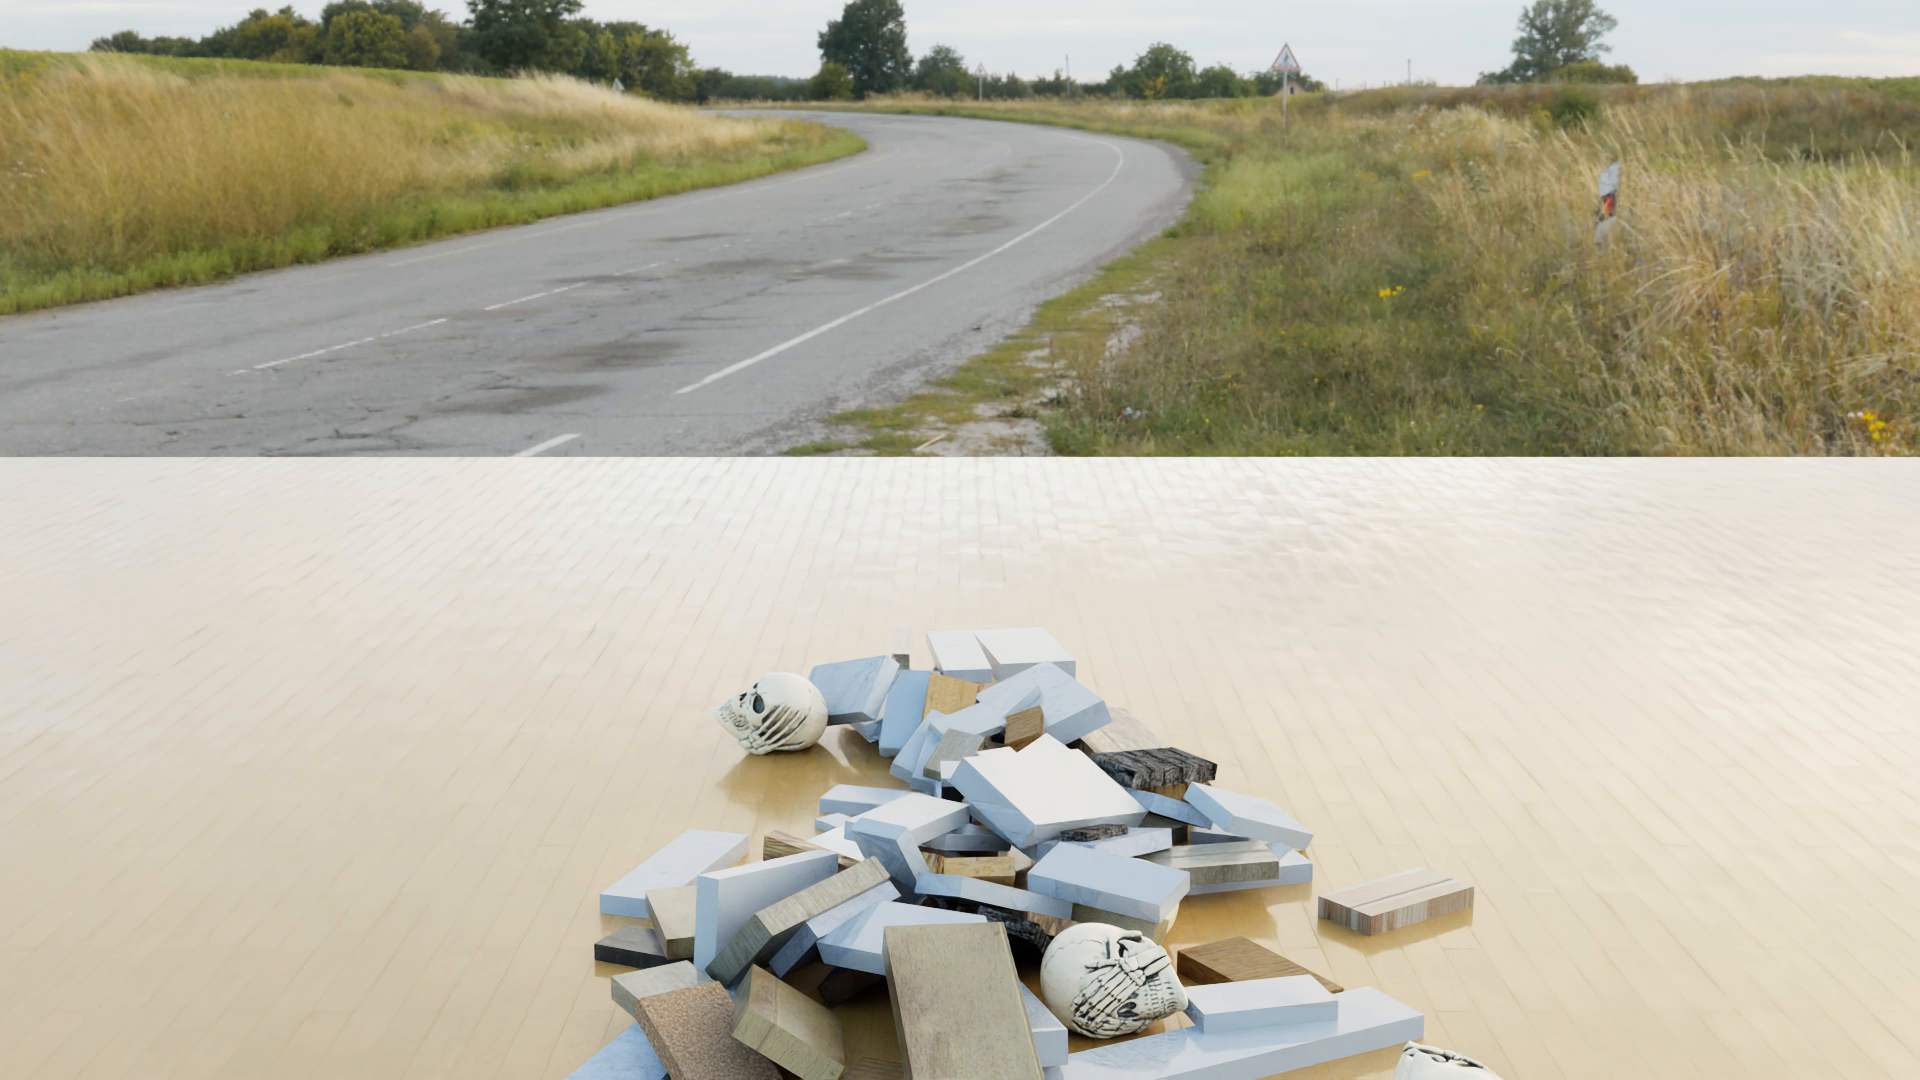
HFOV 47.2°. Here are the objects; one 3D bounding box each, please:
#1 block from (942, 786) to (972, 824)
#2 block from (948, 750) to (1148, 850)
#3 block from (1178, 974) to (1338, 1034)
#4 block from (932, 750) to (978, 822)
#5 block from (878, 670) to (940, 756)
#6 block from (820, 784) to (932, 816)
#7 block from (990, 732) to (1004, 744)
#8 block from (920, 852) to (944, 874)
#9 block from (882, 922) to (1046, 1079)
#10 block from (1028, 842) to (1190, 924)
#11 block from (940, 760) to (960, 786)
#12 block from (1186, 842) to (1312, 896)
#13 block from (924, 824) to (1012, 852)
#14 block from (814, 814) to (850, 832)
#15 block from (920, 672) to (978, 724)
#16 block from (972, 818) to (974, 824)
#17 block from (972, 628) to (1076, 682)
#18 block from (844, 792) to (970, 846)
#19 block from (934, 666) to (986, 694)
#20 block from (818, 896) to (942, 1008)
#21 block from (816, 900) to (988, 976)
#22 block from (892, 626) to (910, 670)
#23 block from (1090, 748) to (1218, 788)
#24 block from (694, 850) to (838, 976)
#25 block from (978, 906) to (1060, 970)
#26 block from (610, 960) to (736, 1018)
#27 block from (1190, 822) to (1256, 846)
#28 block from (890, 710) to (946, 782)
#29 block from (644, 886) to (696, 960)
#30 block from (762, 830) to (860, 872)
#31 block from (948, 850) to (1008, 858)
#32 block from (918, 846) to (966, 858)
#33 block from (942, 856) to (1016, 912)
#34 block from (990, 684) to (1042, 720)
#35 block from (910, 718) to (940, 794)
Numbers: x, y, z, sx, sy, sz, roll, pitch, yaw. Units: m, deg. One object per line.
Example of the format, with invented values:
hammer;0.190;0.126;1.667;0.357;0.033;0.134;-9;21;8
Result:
block;-0.006;0.488;3.920;0.054;0.109;0.015;0;9;1
block;0.154;0.436;3.734;0.177;0.050;0.354;41;21;30
block;0.418;0.650;3.083;0.199;0.028;0.099;-3;11;-14
block;0.000;0.459;4.122;0.095;0.027;0.191;3;29;-6
block;-0.101;0.351;4.468;0.099;0.028;0.199;1;48;8
block;-0.157;0.492;4.120;0.191;0.027;0.095;3;11;18
block;0.118;0.397;4.625;0.107;0.030;0.214;0;11;-2
block;-0.043;0.541;3.559;0.108;0.031;0.217;5;-19;25
block;0.002;0.620;2.841;0.164;0.046;0.328;0;30;-10
block;0.226;0.519;3.340;0.220;0.031;0.110;10;24;28
block;-0.007;0.419;3.947;0.054;0.015;0.109;0;11;-2
block;0.467;0.559;3.744;0.235;0.033;0.117;-3;11;-17
block;-0.004;0.495;3.668;0.093;0.026;0.186;11;0;37
block;-0.209;0.521;3.997;0.054;0.015;0.109;-9;14;-40
block;-0.026;0.364;4.423;0.099;0.028;0.199;15;48;-7
block;-0.003;0.474;3.992;0.054;0.109;0.015;0;8;0
block;0.147;0.274;5.233;0.178;0.050;0.355;-2;11;-11
block;-0.084;0.457;3.570;0.108;0.031;0.217;9;10;28
block;-0.004;0.311;4.901;0.115;0.033;0.230;1;11;6
block;-0.117;0.611;3.288;0.125;0.035;0.249;-32;1;18
block;-0.081;0.566;3.111;0.125;0.035;0.249;-29;16;-36
block;-0.130;0.289;4.922;0.038;0.134;0.267;-1;11;-1
block;0.360;0.424;4.103;0.229;0.033;0.115;1;12;-43
block;-0.290;0.561;3.325;0.041;0.144;0.287;5;3;34
block;0.087;0.593;3.274;0.092;0.026;0.184;14;-20;18
block;-0.385;0.651;3.066;0.119;0.034;0.238;-6;12;-31
block;0.492;0.516;3.985;0.106;0.030;0.212;4;11;18
block;-0.051;0.412;4.299;0.099;0.028;0.199;23;35;12
block;-0.417;0.592;3.426;0.114;0.032;0.228;-3;11;-16
block;-0.221;0.542;3.480;0.210;0.105;0.030;15;19;30
block;0.029;0.528;3.792;0.093;0.026;0.186;10;0;8
block;-0.028;0.536;3.659;0.093;0.026;0.186;8;-12;17
block;0.024;0.549;3.452;0.108;0.031;0.217;-1;-28;-4
block;0.096;0.339;4.460;0.072;0.020;0.143;-8;21;41
block;-0.029;0.423;4.242;0.095;0.027;0.191;17;34;3
